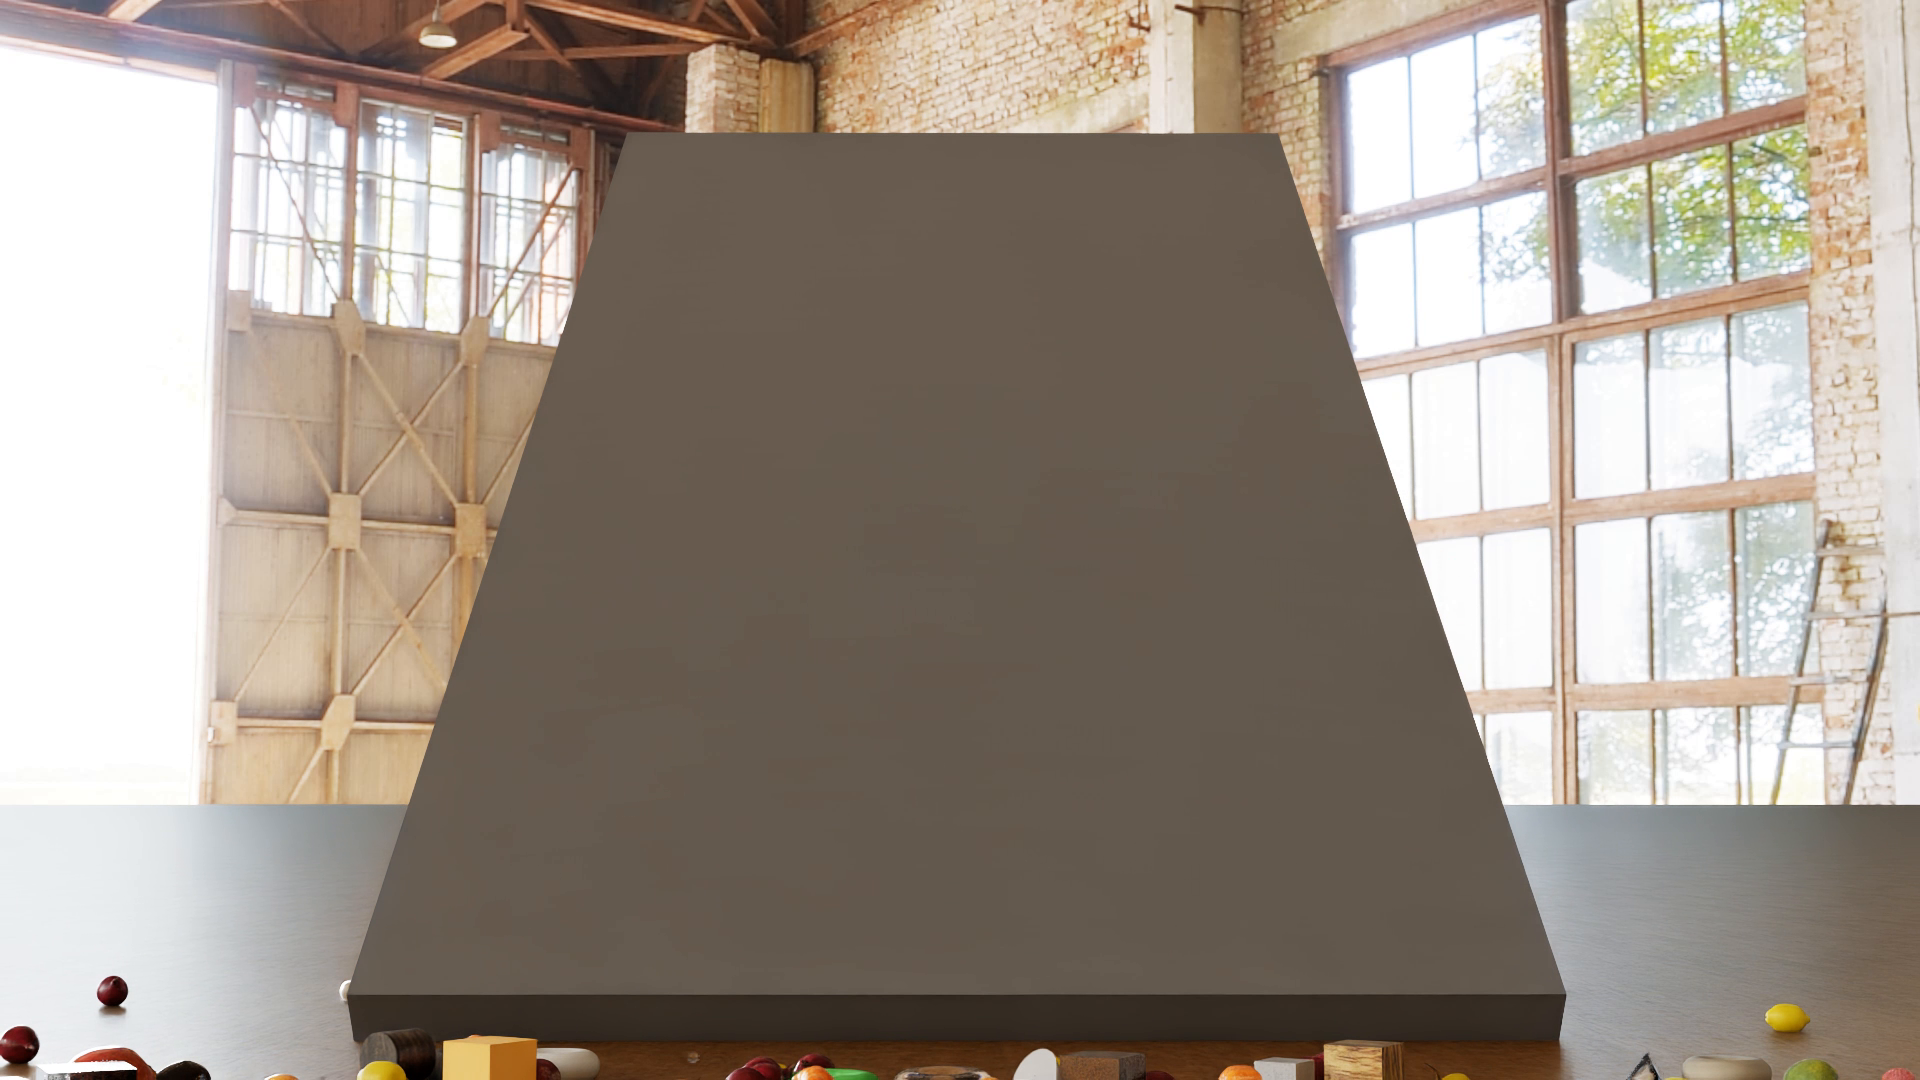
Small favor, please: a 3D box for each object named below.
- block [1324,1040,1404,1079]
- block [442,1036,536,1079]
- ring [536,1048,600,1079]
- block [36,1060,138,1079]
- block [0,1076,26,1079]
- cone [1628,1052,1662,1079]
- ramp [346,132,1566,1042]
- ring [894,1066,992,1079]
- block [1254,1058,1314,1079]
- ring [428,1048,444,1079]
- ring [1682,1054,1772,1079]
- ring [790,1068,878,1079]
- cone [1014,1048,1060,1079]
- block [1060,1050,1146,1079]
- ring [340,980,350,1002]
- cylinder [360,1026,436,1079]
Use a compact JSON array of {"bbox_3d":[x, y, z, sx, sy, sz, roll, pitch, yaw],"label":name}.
[{"bbox_3d":[0.531,0.702,3.172,0.080,0.080,0.080,-4,-7,31],"label":"block"},{"bbox_3d":[-0.616,0.699,3.165,0.085,0.085,0.085,-4,-7,34],"label":"block"},{"bbox_3d":[-0.579,0.748,3.431,0.134,0.045,0.134,0,-8,0],"label":"ring"},{"bbox_3d":[-0.997,0.649,2.752,0.096,0.096,0.096,3,-7,-28],"label":"block"},{"bbox_3d":[-1.148,0.677,2.874,0.066,0.066,0.066,5,-8,-38],"label":"block"},{"bbox_3d":[0.952,0.754,3.386,0.051,0.051,0.051,-28,-12,10],"label":"cone"},{"bbox_3d":[-0.013,-0.210,5.716,2.000,0.100,4.000,0,30,0],"label":"ramp"},{"bbox_3d":[-0.023,0.720,3.173,0.137,0.046,0.137,0,-5,0],"label":"ring"},{"bbox_3d":[0.425,0.712,3.162,0.059,0.059,0.059,-4,-7,32],"label":"block"},{"bbox_3d":[-0.715,0.754,3.473,0.123,0.041,0.123,0,-5,0],"label":"ring"},{"bbox_3d":[1.072,0.744,3.377,0.122,0.041,0.122,1,-7,0],"label":"ring"},{"bbox_3d":[-0.166,0.722,3.181,0.128,0.043,0.128,1,-7,0],"label":"ring"},{"bbox_3d":[0.126,0.722,3.158,0.084,0.084,0.084,35,-24,-28],"label":"cone"},{"bbox_3d":[0.179,0.686,3.025,0.081,0.081,0.081,-3,-7,28],"label":"block"},{"bbox_3d":[-1.166,0.895,4.797,0.130,0.043,0.130,-1,-5,0],"label":"ring"},{"bbox_3d":[-0.793,0.730,3.409,0.075,0.075,0.075,-4,-4,34],"label":"cylinder"}]
